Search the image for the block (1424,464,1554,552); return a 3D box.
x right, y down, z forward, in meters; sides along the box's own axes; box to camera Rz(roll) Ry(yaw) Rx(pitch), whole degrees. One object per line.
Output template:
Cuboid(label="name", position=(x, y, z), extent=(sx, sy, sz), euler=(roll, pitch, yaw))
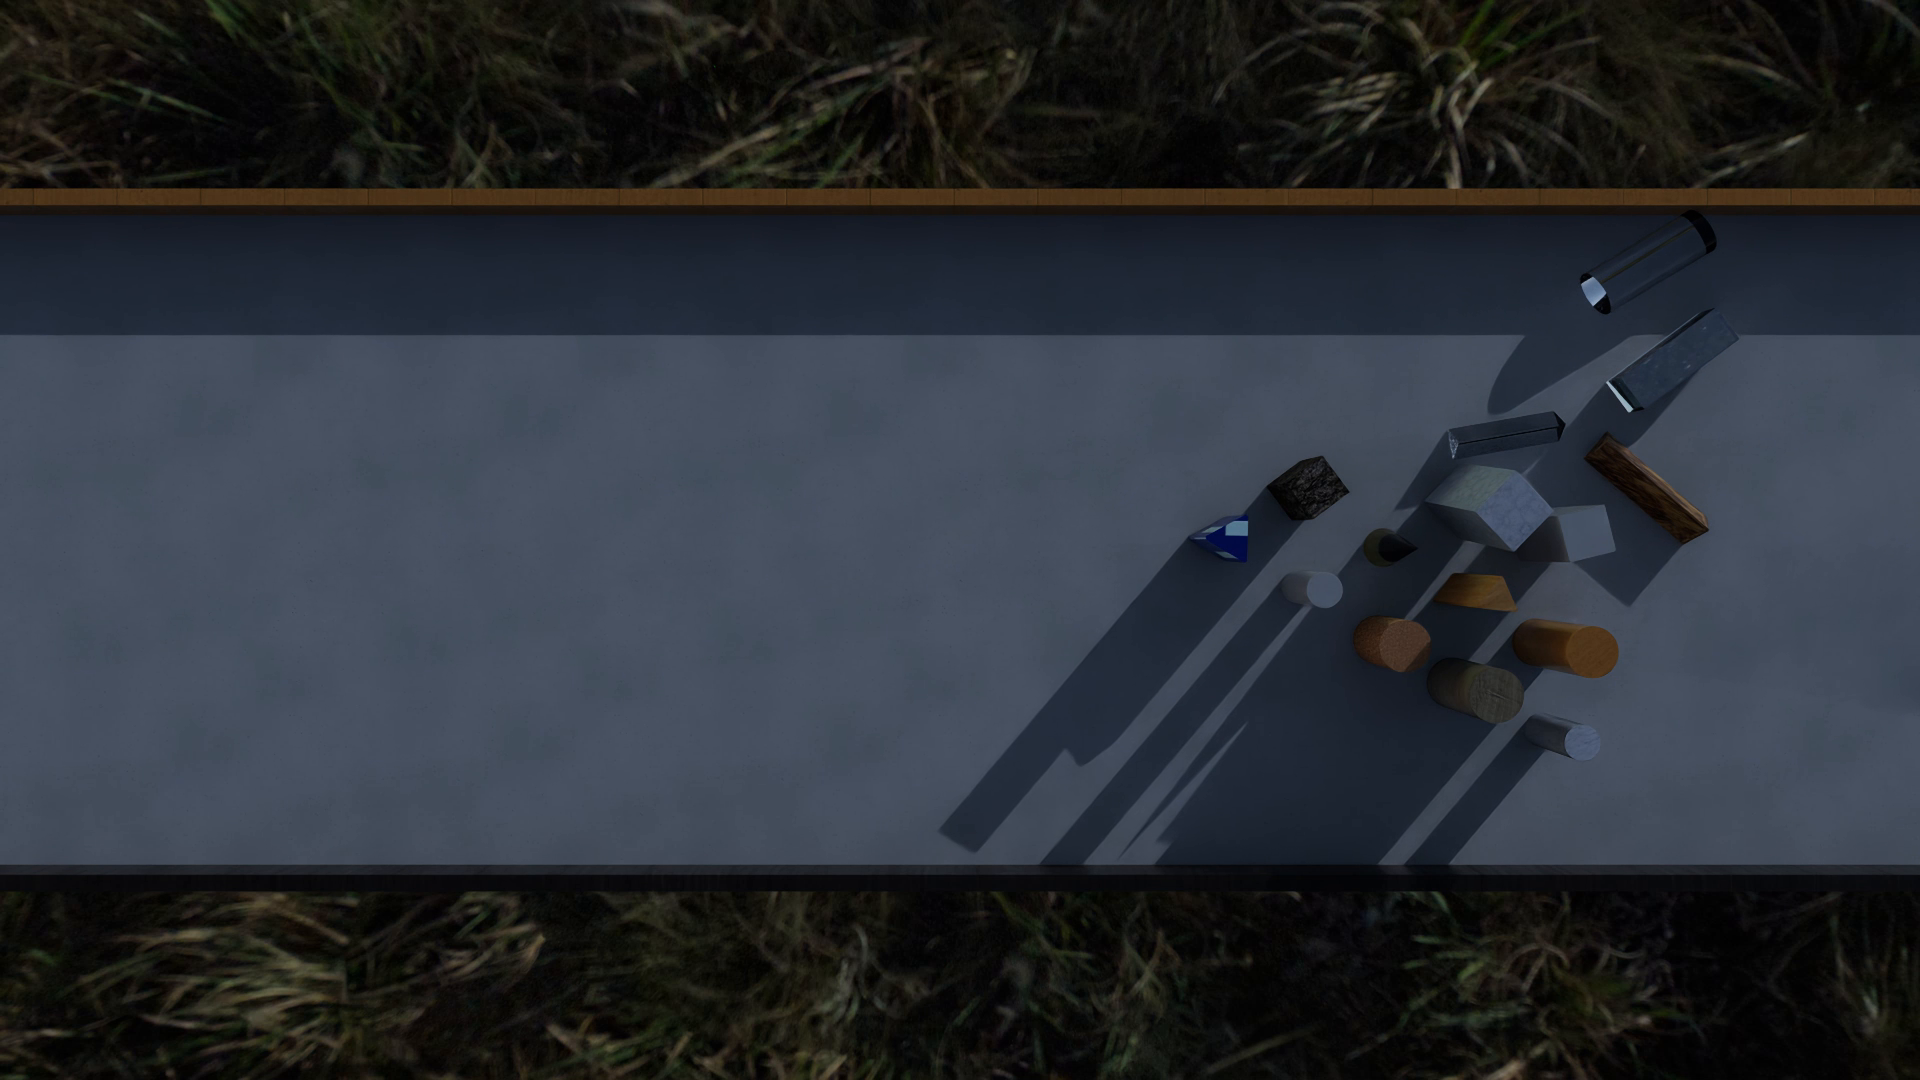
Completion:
Cuboid(label="block", position=(1.556, -0.101, 4.873), extent=(0.164, 0.386, 0.164), euler=(44, 90, -8))

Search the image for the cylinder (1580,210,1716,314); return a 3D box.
Cuboid(label="cylinder", position=(2.088, -0.842, 5.005), extent=(0.372, 0.143, 0.143), euler=(-31, 90, 0))

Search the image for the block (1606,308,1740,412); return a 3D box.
Cuboid(label="block", position=(2.166, -0.545, 5.017), extent=(0.356, 0.118, 0.118), euler=(-37, 90, 0))

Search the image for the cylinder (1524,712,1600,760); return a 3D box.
Cuboid(label="cylinder", position=(1.788, 0.583, 4.908), extent=(0.104, 0.338, 0.104), euler=(0, 90, 0))

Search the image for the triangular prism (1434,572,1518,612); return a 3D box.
Cuboid(label="triangular prism", position=(1.516, 0.147, 4.854), extent=(0.109, 0.444, 0.094), euler=(6, 90, 0))

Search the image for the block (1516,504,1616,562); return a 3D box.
Cuboid(label="block", position=(1.772, -0.018, 4.868), extent=(0.135, 0.416, 0.135), euler=(-14, 90, 0))

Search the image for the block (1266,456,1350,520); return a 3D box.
Cuboid(label="block", position=(1.035, -0.152, 4.922), extent=(0.132, 0.309, 0.132), euler=(-37, 90, 0))

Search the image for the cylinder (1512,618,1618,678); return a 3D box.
Cuboid(label="cylinder", position=(1.773, 0.315, 4.849), extent=(0.146, 0.456, 0.146), euler=(0, 90, 0))

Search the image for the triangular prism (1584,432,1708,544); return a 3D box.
Cuboid(label="triangular prism", position=(2.107, -0.160, 5.026), extent=(0.404, 0.095, 0.110), euler=(41, 90, 0))

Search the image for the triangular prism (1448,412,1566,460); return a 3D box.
Cuboid(label="triangular prism", position=(1.671, -0.322, 5.034), extent=(0.329, 0.081, 0.093), euler=(-10, 90, 0))

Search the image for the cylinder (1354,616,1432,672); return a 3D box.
Cuboid(label="cylinder", position=(1.286, 0.307, 4.918), extent=(0.152, 0.317, 0.152), euler=(0, 90, 0))

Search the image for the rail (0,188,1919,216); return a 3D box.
Cuboid(label="rail", position=(-2.247, -1.025, 5.002), extent=(12.000, 0.150, 0.050), euler=(0, 90, 0))

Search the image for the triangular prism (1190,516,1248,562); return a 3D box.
Cuboid(label="triangular prism", position=(0.790, -0.021, 4.894), extent=(0.135, 0.364, 0.117), euler=(31, 90, 0))

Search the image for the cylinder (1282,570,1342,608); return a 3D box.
Cuboid(label="cylinder", position=(1.040, 0.143, 4.889), extent=(0.103, 0.375, 0.103), euler=(0, 90, 0))

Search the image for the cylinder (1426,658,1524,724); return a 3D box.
Cuboid(label="cylinder", position=(1.514, 0.440, 4.866), extent=(0.156, 0.420, 0.156), euler=(0, 90, 0))

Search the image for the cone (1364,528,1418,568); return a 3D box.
Cuboid(label="cone", position=(1.302, 0.024, 4.878), extent=(0.120, 0.396, 0.120), euler=(0, 90, 0))

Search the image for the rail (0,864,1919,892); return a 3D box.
Cuboid(label="rail", position=(-2.247, 1.025, 5.001), extent=(12.000, 0.150, 0.050), euler=(0, 90, 0))
